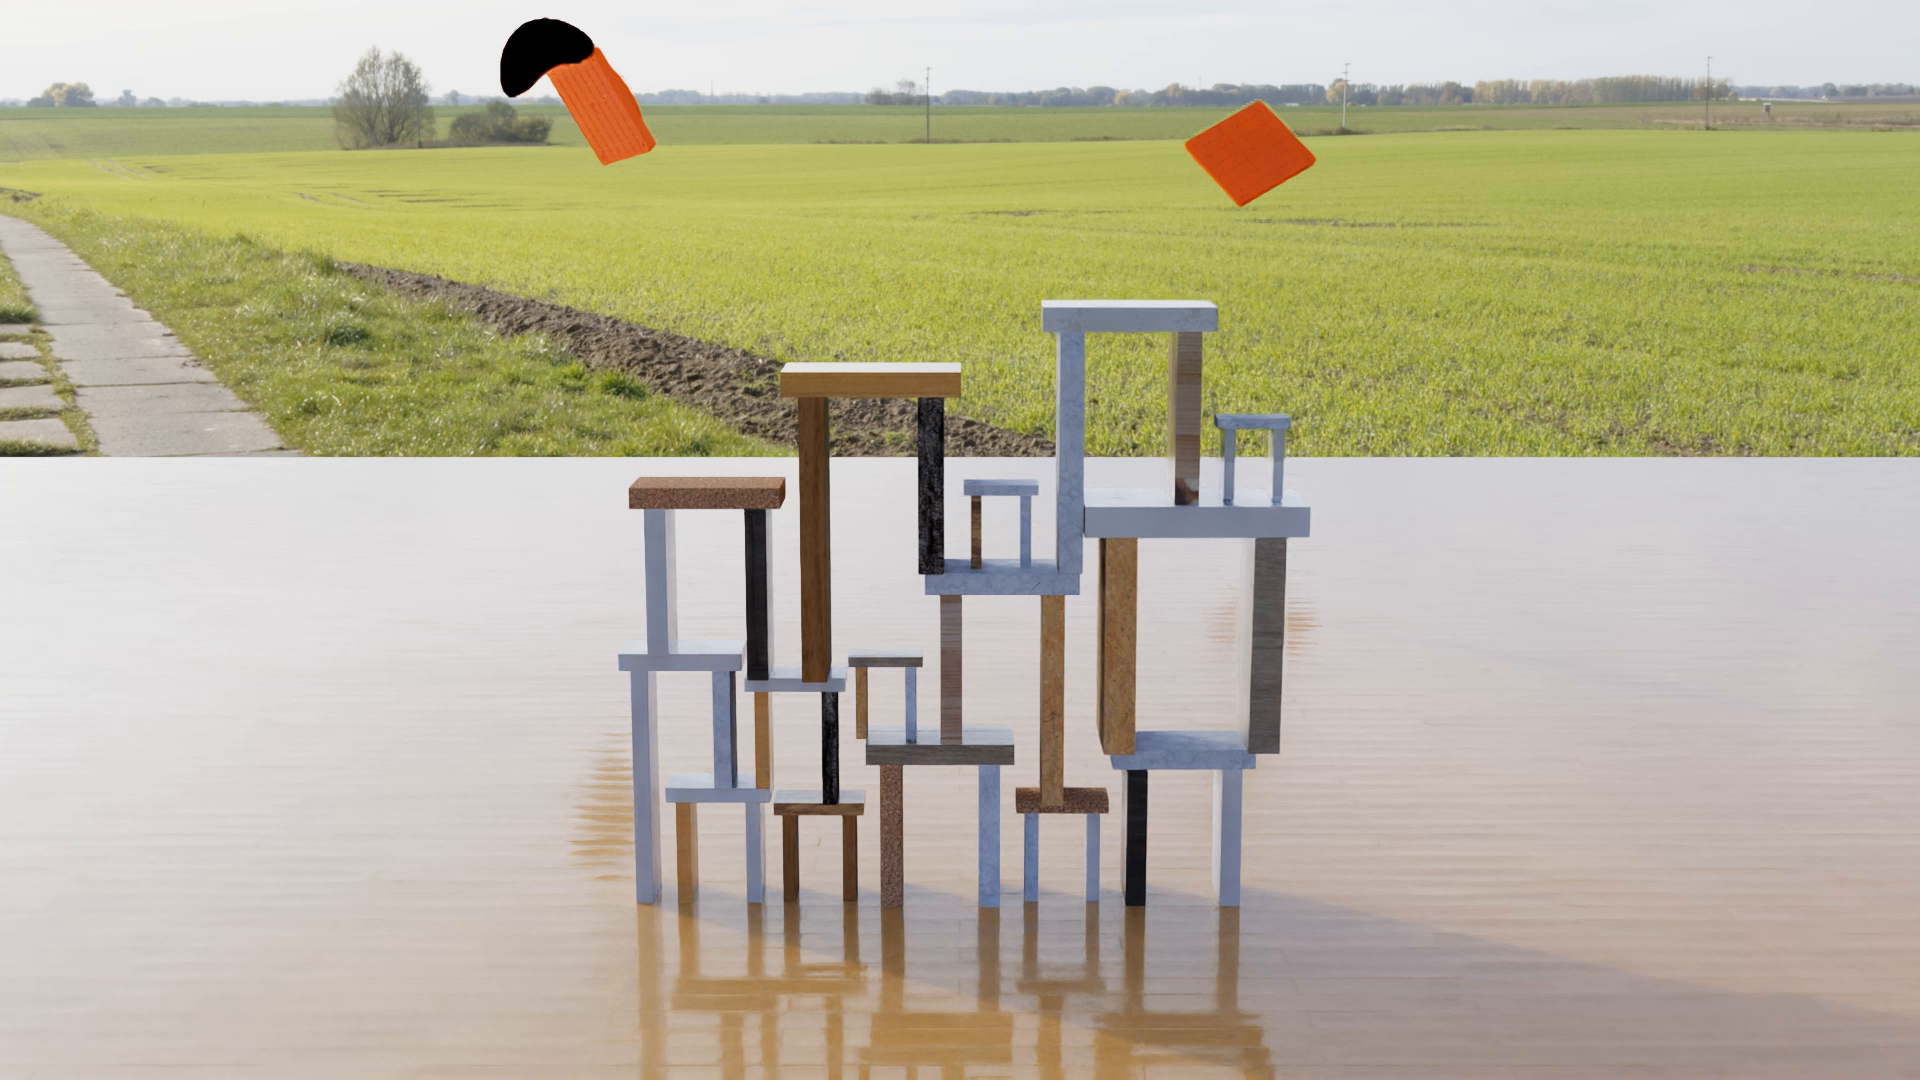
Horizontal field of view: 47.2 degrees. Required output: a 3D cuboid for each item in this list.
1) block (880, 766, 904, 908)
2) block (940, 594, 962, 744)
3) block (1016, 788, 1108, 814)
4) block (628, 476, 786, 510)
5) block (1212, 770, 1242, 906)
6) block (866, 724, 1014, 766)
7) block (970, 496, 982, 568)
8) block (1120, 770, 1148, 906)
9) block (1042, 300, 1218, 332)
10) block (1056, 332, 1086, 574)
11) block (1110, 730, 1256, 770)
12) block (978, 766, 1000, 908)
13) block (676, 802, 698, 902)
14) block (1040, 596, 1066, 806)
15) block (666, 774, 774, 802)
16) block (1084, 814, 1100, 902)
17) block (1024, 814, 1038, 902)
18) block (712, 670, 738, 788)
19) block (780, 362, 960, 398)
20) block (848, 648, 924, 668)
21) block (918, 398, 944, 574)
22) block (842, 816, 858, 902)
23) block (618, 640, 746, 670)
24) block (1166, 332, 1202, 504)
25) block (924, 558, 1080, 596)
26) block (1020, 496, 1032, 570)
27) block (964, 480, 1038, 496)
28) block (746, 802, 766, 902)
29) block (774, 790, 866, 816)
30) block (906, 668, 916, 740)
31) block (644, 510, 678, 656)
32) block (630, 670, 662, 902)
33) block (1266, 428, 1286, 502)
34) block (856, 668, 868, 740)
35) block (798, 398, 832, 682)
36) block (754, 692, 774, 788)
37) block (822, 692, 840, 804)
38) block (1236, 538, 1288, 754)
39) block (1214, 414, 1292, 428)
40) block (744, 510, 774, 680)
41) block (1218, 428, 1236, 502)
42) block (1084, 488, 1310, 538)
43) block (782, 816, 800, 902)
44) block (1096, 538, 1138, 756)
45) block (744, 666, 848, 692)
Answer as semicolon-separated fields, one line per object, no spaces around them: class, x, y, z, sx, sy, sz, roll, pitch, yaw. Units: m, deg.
block;-0.113;0.472;3.643;0.034;0.241;0.121;0;11;0
block;-0.014;0.198;3.594;0.035;0.247;0.124;0;11;0
block;0.168;0.431;3.639;0.151;0.021;0.076;0;11;0
block;-0.405;-0.076;3.546;0.239;0.034;0.120;0;11;0
block;0.443;0.476;3.647;0.033;0.232;0.116;0;11;0
block;-0.032;0.337;3.617;0.241;0.034;0.121;0;11;0
block;0.026;-0.018;3.558;0.017;0.120;0.060;0;11;0
block;0.288;0.476;3.647;0.033;0.232;0.116;0;11;0
block;0.267;-0.356;3.491;0.273;0.039;0.136;0;11;1
block;0.176;-0.148;3.531;0.039;0.385;0.136;0;11;0
block;0.364;0.346;3.622;0.232;0.033;0.116;0;11;-1
block;0.048;0.472;3.643;0.034;0.241;0.121;0;11;0
block;-0.453;0.506;3.654;0.024;0.171;0.086;0;11;0
block;0.150;0.249;3.602;0.035;0.350;0.124;0;11;0
block;-0.396;0.410;3.637;0.171;0.024;0.086;0;11;0
block;0.219;0.515;3.656;0.021;0.151;0.076;0;11;0
block;0.118;0.515;3.656;0.021;0.151;0.076;0;11;0
block;-0.387;0.300;3.620;0.028;0.198;0.099;0;10;0
block;-0.140;-0.256;3.510;0.283;0.040;0.141;0;11;0
block;-0.121;0.193;3.593;0.121;0.017;0.060;0;11;0
block;-0.046;-0.097;3.539;0.040;0.283;0.141;0;11;0
block;-0.183;0.517;3.656;0.021;0.148;0.074;0;11;0
block;-0.453;0.189;3.599;0.198;0.028;0.099;0;11;0
block;0.358;-0.202;3.517;0.039;0.273;0.136;0;11;0
block;0.068;0.059;3.568;0.247;0.035;0.124;0;11;0
block;0.106;-0.018;3.557;0.017;0.120;0.060;0;11;0
block;0.066;-0.085;3.545;0.120;0.017;0.060;0;11;0
block;-0.339;0.506;3.655;0.024;0.171;0.086;0;11;0
block;-0.232;0.435;3.640;0.148;0.021;0.074;0;11;0
block;-0.080;0.260;3.605;0.017;0.121;0.060;0;11;0
block;-0.485;0.058;3.571;0.034;0.239;0.120;0;11;0
block;-0.519;0.396;3.637;0.028;0.393;0.099;0;11;0
block;0.506;-0.124;3.525;0.016;0.116;0.058;0;11;-1
block;-0.161;0.260;3.605;0.017;0.121;0.060;0;11;0
block;-0.234;-0.010;3.555;0.040;0.459;0.141;0;11;0
block;-0.322;0.319;3.614;0.023;0.163;0.081;0;11;0
block;-0.213;0.332;3.617;0.023;0.190;0.081;0;11;0
block;0.491;0.154;3.592;0.050;0.355;0.177;0;11;0
block;0.467;-0.190;3.517;0.116;0.016;0.058;0;11;1
block;-0.326;0.078;3.574;0.034;0.279;0.120;0;11;0
block;0.428;-0.125;3.527;0.016;0.116;0.058;0;11;-1
block;0.374;-0.044;3.551;0.355;0.050;0.177;0;11;0
block;-0.281;0.517;3.656;0.021;0.148;0.074;0;11;0
block;0.255;0.155;3.587;0.050;0.355;0.177;0;11;0
block;-0.267;0.227;3.597;0.163;0.023;0.081;0;11;0
